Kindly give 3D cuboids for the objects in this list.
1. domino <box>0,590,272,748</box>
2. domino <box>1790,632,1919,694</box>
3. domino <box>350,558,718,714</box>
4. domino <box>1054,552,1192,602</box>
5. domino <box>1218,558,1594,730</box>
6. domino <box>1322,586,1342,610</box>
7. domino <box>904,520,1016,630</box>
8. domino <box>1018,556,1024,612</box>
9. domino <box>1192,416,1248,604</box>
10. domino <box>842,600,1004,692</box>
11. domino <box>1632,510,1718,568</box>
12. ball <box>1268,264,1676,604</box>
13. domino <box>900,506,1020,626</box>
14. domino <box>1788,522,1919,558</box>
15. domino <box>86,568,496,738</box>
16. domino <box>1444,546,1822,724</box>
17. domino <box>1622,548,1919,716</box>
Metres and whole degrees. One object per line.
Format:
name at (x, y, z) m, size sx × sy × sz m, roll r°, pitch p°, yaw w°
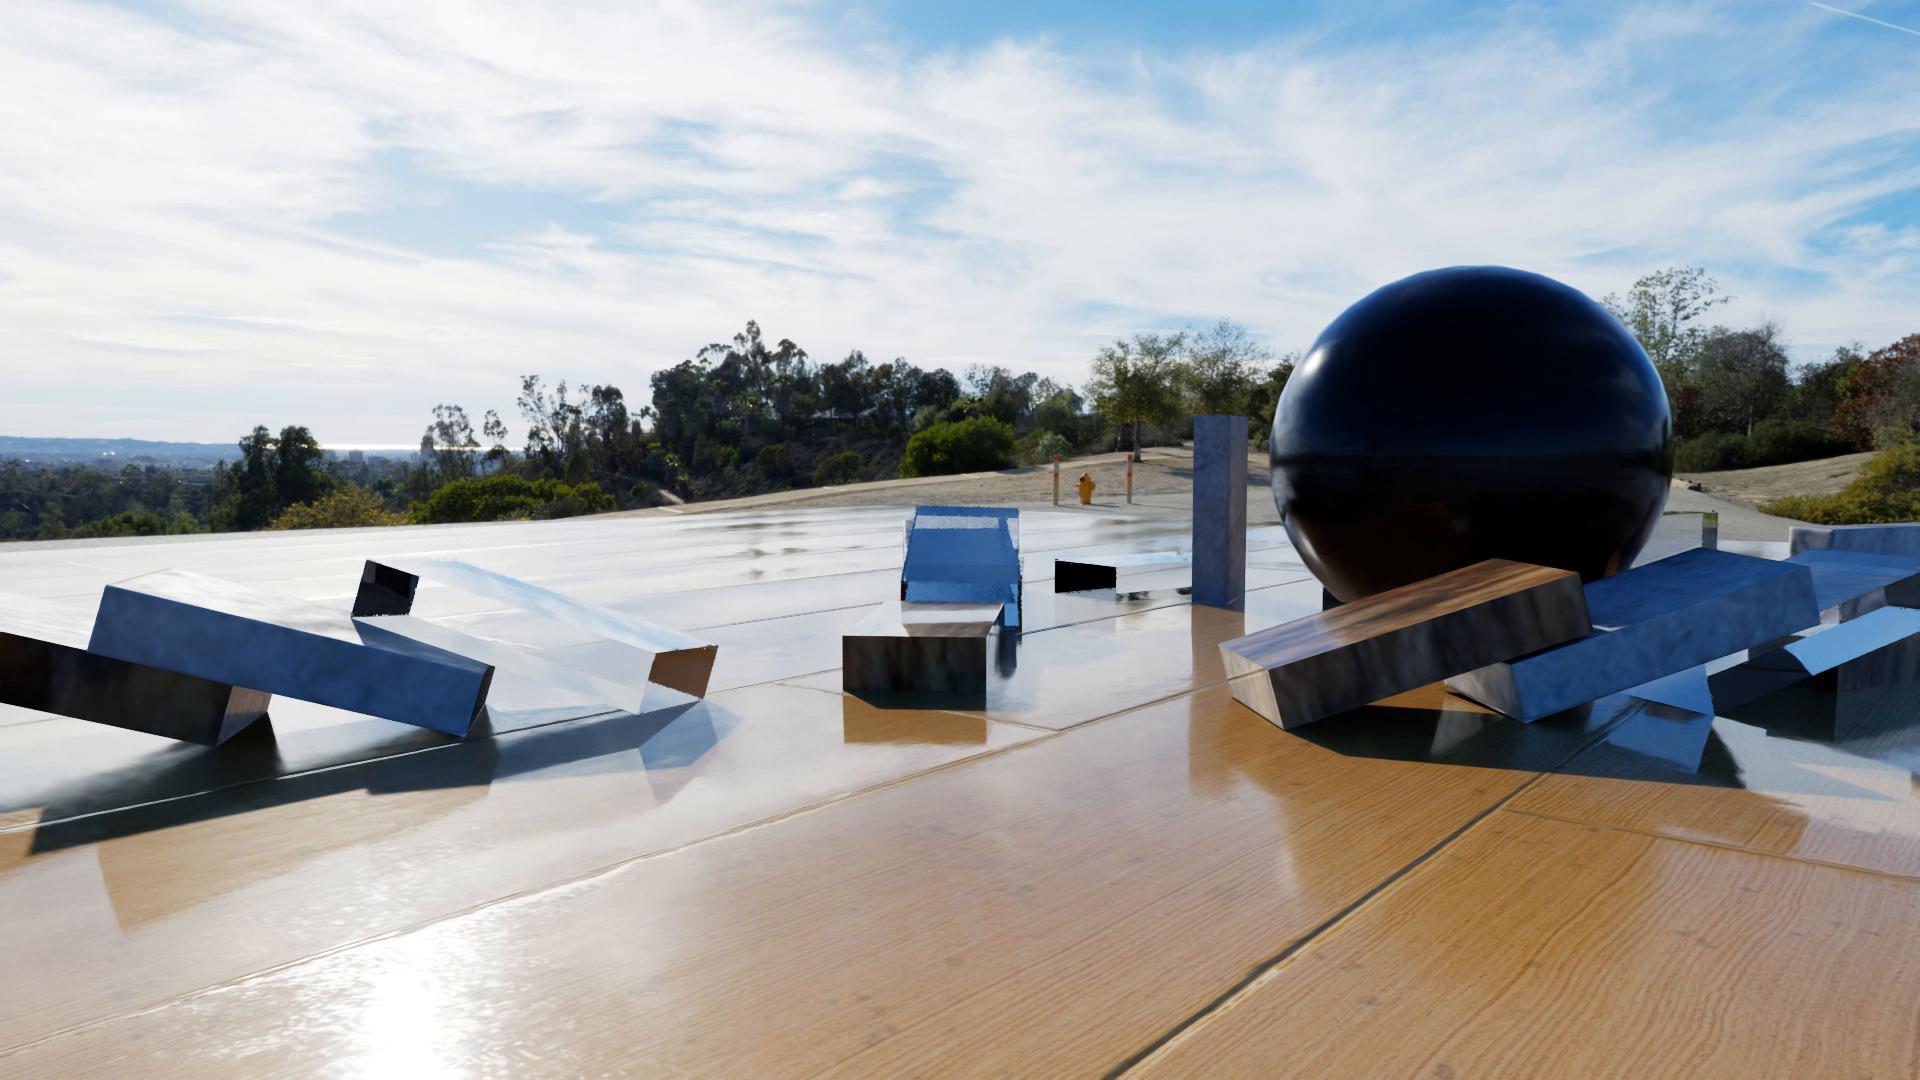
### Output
domino at (-0.129, 0.017, 0.186) m, size 0.050 × 0.009 × 0.025 m, roll 16°, pitch 0°, yaw -14°
domino at (0.166, 0.020, 0.242) m, size 0.050 × 0.009 × 0.025 m, roll -2°, pitch 5°, yaw -29°
domino at (-0.067, 0.015, 0.206) m, size 0.050 × 0.009 × 0.025 m, roll 16°, pitch 1°, yaw 11°
domino at (0.054, 0.010, 0.371) m, size 0.050 × 0.009 × 0.025 m, roll -3°, pitch 5°, yaw -37°
domino at (0.070, 0.016, 0.204) m, size 0.050 × 0.009 × 0.025 m, roll -17°, pitch 6°, yaw -4°
domino at (0.104, -0.007, 0.332) m, size 0.009 × 0.050 × 0.025 m, roll 3°, pitch 5°, yaw 38°
domino at (-0.001, 0.008, 0.314) m, size 0.025 × 0.009 × 0.050 m, roll 0°, pitch 20°, yaw -3°
domino at (0.005, 0.012, 0.351) m, size 0.025 × 0.010 × 0.050 m, roll 0°, pitch 4°, yaw 3°
domino at (0.071, -0.009, 0.351) m, size 0.009 × 0.050 × 0.025 m, roll 2°, pitch 5°, yaw 23°
domino at (-0.005, 0.019, 0.246) m, size 0.025 × 0.009 × 0.050 m, roll 0°, pitch 4°, yaw 6°
domino at (0.169, 0.006, 0.320) m, size 0.050 × 0.025 × 0.010 m, roll -2°, pitch 5°, yaw -29°
ball at (0.107, -0.018, 0.274) m, size 0.080 × 0.080 × 0.080 m, roll 0°, pitch 4°, yaw 0°
domino at (0.001, 0.005, 0.294) m, size 0.025 × 0.009 × 0.050 m, roll 2°, pitch 20°, yaw 2°
domino at (0.200, 0.009, 0.277) m, size 0.050 × 0.025 × 0.010 m, roll -2°, pitch 5°, yaw -22°
domino at (-0.097, 0.016, 0.192) m, size 0.050 × 0.009 × 0.025 m, roll 16°, pitch 0°, yaw -15°
domino at (0.107, 0.015, 0.209) m, size 0.050 × 0.010 × 0.025 m, roll -17°, pitch 8°, yaw -4°
domino at (0.137, 0.015, 0.217) m, size 0.050 × 0.010 × 0.025 m, roll -18°, pitch 8°, yaw -12°
